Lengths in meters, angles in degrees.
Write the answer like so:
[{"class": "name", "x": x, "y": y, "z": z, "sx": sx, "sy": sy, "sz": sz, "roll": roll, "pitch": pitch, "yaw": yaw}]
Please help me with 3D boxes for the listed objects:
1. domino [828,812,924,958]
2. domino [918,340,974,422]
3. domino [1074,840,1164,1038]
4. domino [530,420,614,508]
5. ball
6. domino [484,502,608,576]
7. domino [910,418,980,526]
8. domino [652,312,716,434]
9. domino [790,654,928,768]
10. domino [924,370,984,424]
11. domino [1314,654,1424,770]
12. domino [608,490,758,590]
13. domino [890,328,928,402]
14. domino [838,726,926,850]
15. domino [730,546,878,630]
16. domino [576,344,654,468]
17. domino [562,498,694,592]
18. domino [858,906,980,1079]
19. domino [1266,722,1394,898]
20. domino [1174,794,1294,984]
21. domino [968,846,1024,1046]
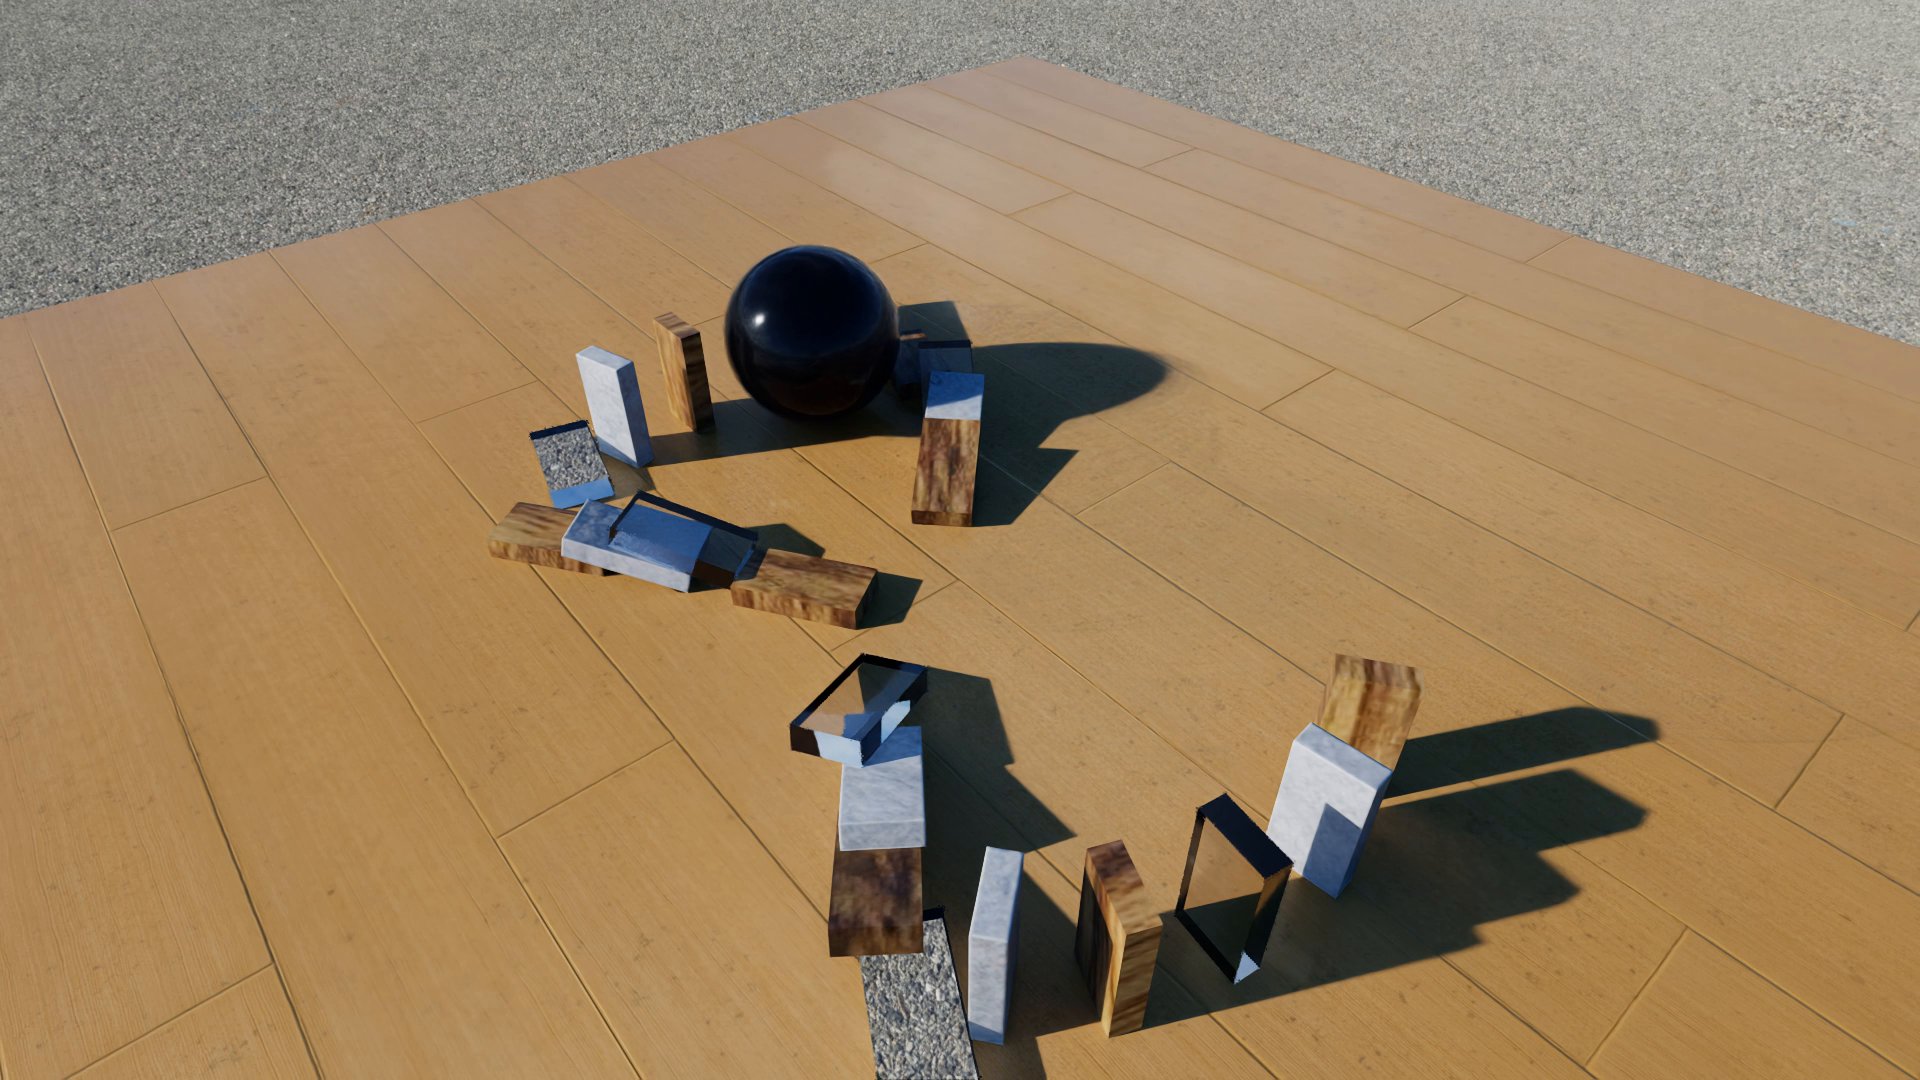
[{"class": "domino", "x": -0.023, "y": 0.097, "z": 0.315, "sx": 0.025, "sy": 0.009, "sz": 0.050, "roll": -2, "pitch": 23, "yaw": -2}, {"class": "domino", "x": -0.006, "y": -0.073, "z": 0.521, "sx": 0.025, "sy": 0.010, "sz": 0.050, "roll": -2, "pitch": 56, "yaw": -3}, {"class": "domino", "x": 0.040, "y": 0.104, "z": 0.285, "sx": 0.009, "sy": 0.050, "sz": 0.025, "roll": -11, "pitch": 41, "yaw": -13}, {"class": "domino", "x": -0.171, "y": -0.034, "z": 0.485, "sx": 0.025, "sy": 0.009, "sz": 0.050, "roll": -18, "pitch": 43, "yaw": -20}, {"class": "ball", "x": -0.067, "y": -0.094, "z": 0.502, "sx": 0.080, "sy": 0.080, "sz": 0.080, "roll": 0, "pitch": 39, "yaw": 0}, {"class": "domino", "x": -0.161, "y": -0.001, "z": 0.444, "sx": 0.050, "sy": 0.010, "sz": 0.025, "roll": 9, "pitch": 40, "yaw": 11}, {"class": "domino", "x": -0.005, "y": -0.029, "z": 0.469, "sx": 0.025, "sy": 0.009, "sz": 0.050, "roll": 3, "pitch": 56, "yaw": 4}, {"class": "domino", "x": -0.126, "y": -0.076, "z": 0.504, "sx": 0.009, "sy": 0.050, "sz": 0.025, "roll": -29, "pitch": 47, "yaw": -31}, {"class": "domino", "x": -0.032, "y": 0.055, "z": 0.364, "sx": 0.025, "sy": 0.010, "sz": 0.050, "roll": 9, "pitch": 25, "yaw": 21}, {"class": "domino", "x": -0.003, "y": -0.054, "z": 0.497, "sx": 0.025, "sy": 0.010, "sz": 0.050, "roll": 4, "pitch": 56, "yaw": 2}, {"class": "domino", "x": 0.124, "y": 0.058, "z": 0.340, "sx": 0.025, "sy": 0.050, "sz": 0.009, "roll": 10, "pitch": 40, "yaw": 12}, {"class": "domino", "x": -0.107, "y": 0.000, "z": 0.426, "sx": 0.050, "sy": 0.009, "sz": 0.025, "roll": 20, "pitch": 40, "yaw": 0}, {"class": "domino", "x": -0.024, "y": -0.088, "z": 0.551, "sx": 0.025, "sy": 0.010, "sz": 0.050, "roll": -12, "pitch": 41, "yaw": -14}, {"class": "domino", "x": -0.024, "y": 0.076, "z": 0.340, "sx": 0.025, "sy": 0.009, "sz": 0.050, "roll": -2, "pitch": 23, "yaw": -3}, {"class": "domino", "x": -0.059, "y": 0.018, "z": 0.422, "sx": 0.050, "sy": 0.010, "sz": 0.025, "roll": 10, "pitch": 40, "yaw": 12}, {"class": "domino", "x": -0.151, "y": -0.058, "z": 0.482, "sx": 0.025, "sy": 0.050, "sz": 0.009, "roll": 23, "pitch": 45, "yaw": 26}, {"class": "domino", "x": -0.126, "y": 0.002, "z": 0.430, "sx": 0.050, "sy": 0.009, "sz": 0.025, "roll": 17, "pitch": 40, "yaw": -5}, {"class": "domino", "x": -0.012, "y": 0.124, "z": 0.292, "sx": 0.025, "sy": 0.009, "sz": 0.050, "roll": -8, "pitch": 40, "yaw": -9}, {"class": "domino", "x": 0.105, "y": 0.078, "z": 0.316, "sx": 0.025, "sy": 0.050, "sz": 0.009, "roll": 32, "pitch": 49, "yaw": 33}, {"class": "domino", "x": 0.073, "y": 0.094, "z": 0.296, "sx": 0.009, "sy": 0.050, "sz": 0.025, "roll": -21, "pitch": 44, "yaw": -24}, {"class": "domino", "x": 0.009, "y": 0.105, "z": 0.283, "sx": 0.009, "sy": 0.050, "sz": 0.025, "roll": 7, "pitch": 40, "yaw": 8}]
